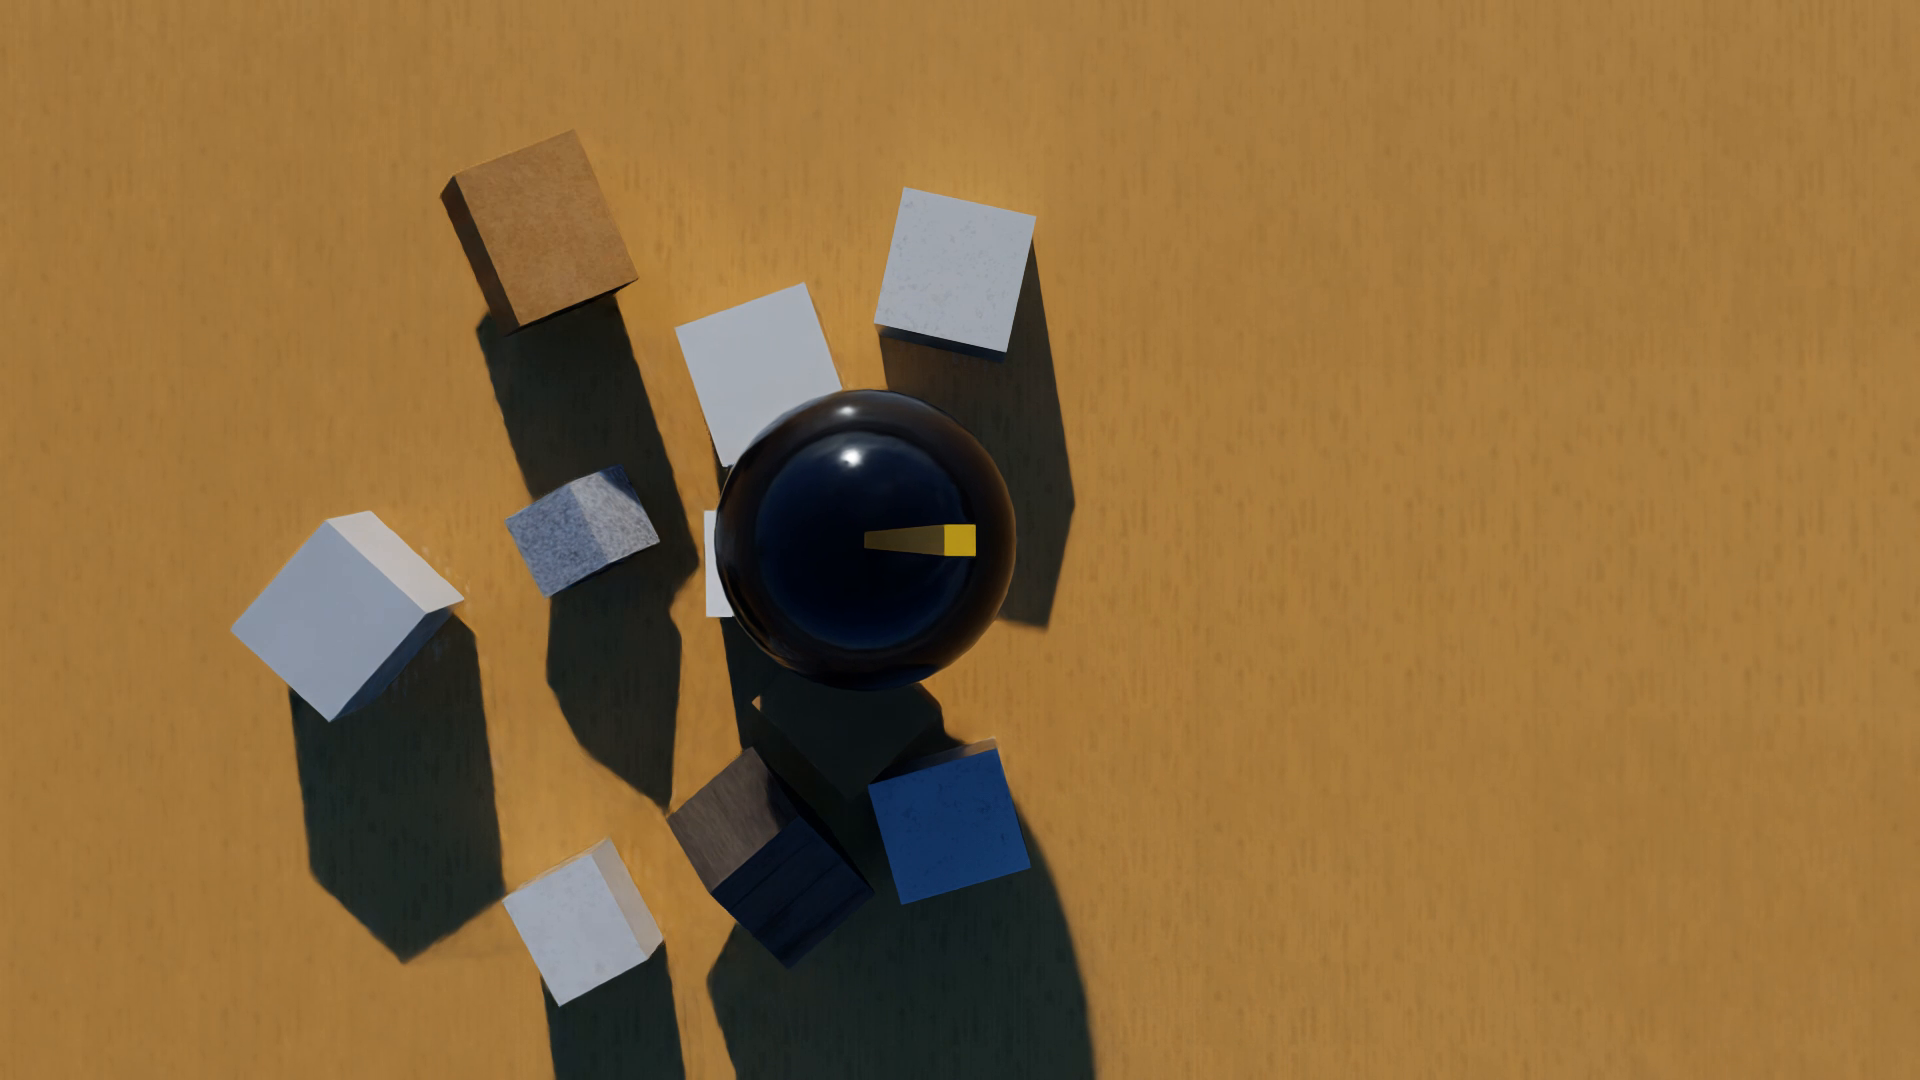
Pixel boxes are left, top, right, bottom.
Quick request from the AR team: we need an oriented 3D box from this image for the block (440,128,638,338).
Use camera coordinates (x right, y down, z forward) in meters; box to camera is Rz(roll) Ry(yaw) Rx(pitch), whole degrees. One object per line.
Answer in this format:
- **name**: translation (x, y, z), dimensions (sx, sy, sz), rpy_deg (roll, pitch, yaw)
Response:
- **block**: translation (-2.388, -1.718, 12.445), dimensions (0.716, 0.780, 0.885), rpy_deg (-25, 98, -17)

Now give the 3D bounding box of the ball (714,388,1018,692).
- **ball**: translation (-0.496, 0.000, 11.600), dimensions (1.600, 1.600, 1.600), rpy_deg (0, 90, 0)

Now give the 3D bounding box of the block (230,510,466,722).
- **block**: translation (-3.492, 0.424, 12.595), dimensions (0.765, 0.717, 0.840), rpy_deg (43, 97, 0)

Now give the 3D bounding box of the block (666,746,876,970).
- **block**: translation (-1.075, 1.790, 12.439), dimensions (0.643, 0.785, 0.774), rpy_deg (-41, 125, -3)

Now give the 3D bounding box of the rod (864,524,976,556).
- **rod**: translation (-0.215, 0.000, 8.211), dimensions (0.080, 5.200, 0.080), rpy_deg (0, 90, -5)

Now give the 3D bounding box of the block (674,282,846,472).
- **block**: translation (-1.070, -0.884, 12.537), dimensions (0.763, 0.873, 0.821), rpy_deg (-19, 86, 0)

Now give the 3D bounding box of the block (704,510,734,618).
- **block**: translation (-1.099, 0.129, 12.676), dimensions (0.663, 0.649, 0.601), rpy_deg (-1, 90, 0)

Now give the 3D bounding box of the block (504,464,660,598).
- **block**: translation (-2.169, -0.051, 12.641), dimensions (0.542, 0.507, 0.505), rpy_deg (-27, 91, 31)

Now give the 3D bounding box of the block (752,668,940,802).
- **block**: translation (-0.639, 0.935, 12.632), dimensions (0.785, 0.736, 0.699), rpy_deg (45, 90, 0)

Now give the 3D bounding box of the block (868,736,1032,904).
- **block**: translation (-0.060, 1.599, 12.634), dimensions (0.754, 0.731, 0.694), rpy_deg (-16, 90, 0)

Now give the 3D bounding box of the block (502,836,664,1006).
- **block**: translation (-2.164, 2.190, 12.684), dimensions (0.567, 0.614, 0.680), rpy_deg (-28, 90, 1)

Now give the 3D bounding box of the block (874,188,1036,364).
- **block**: translation (-0.028, -1.506, 12.623), dimensions (0.758, 0.754, 0.776), rpy_deg (13, 90, 0)
